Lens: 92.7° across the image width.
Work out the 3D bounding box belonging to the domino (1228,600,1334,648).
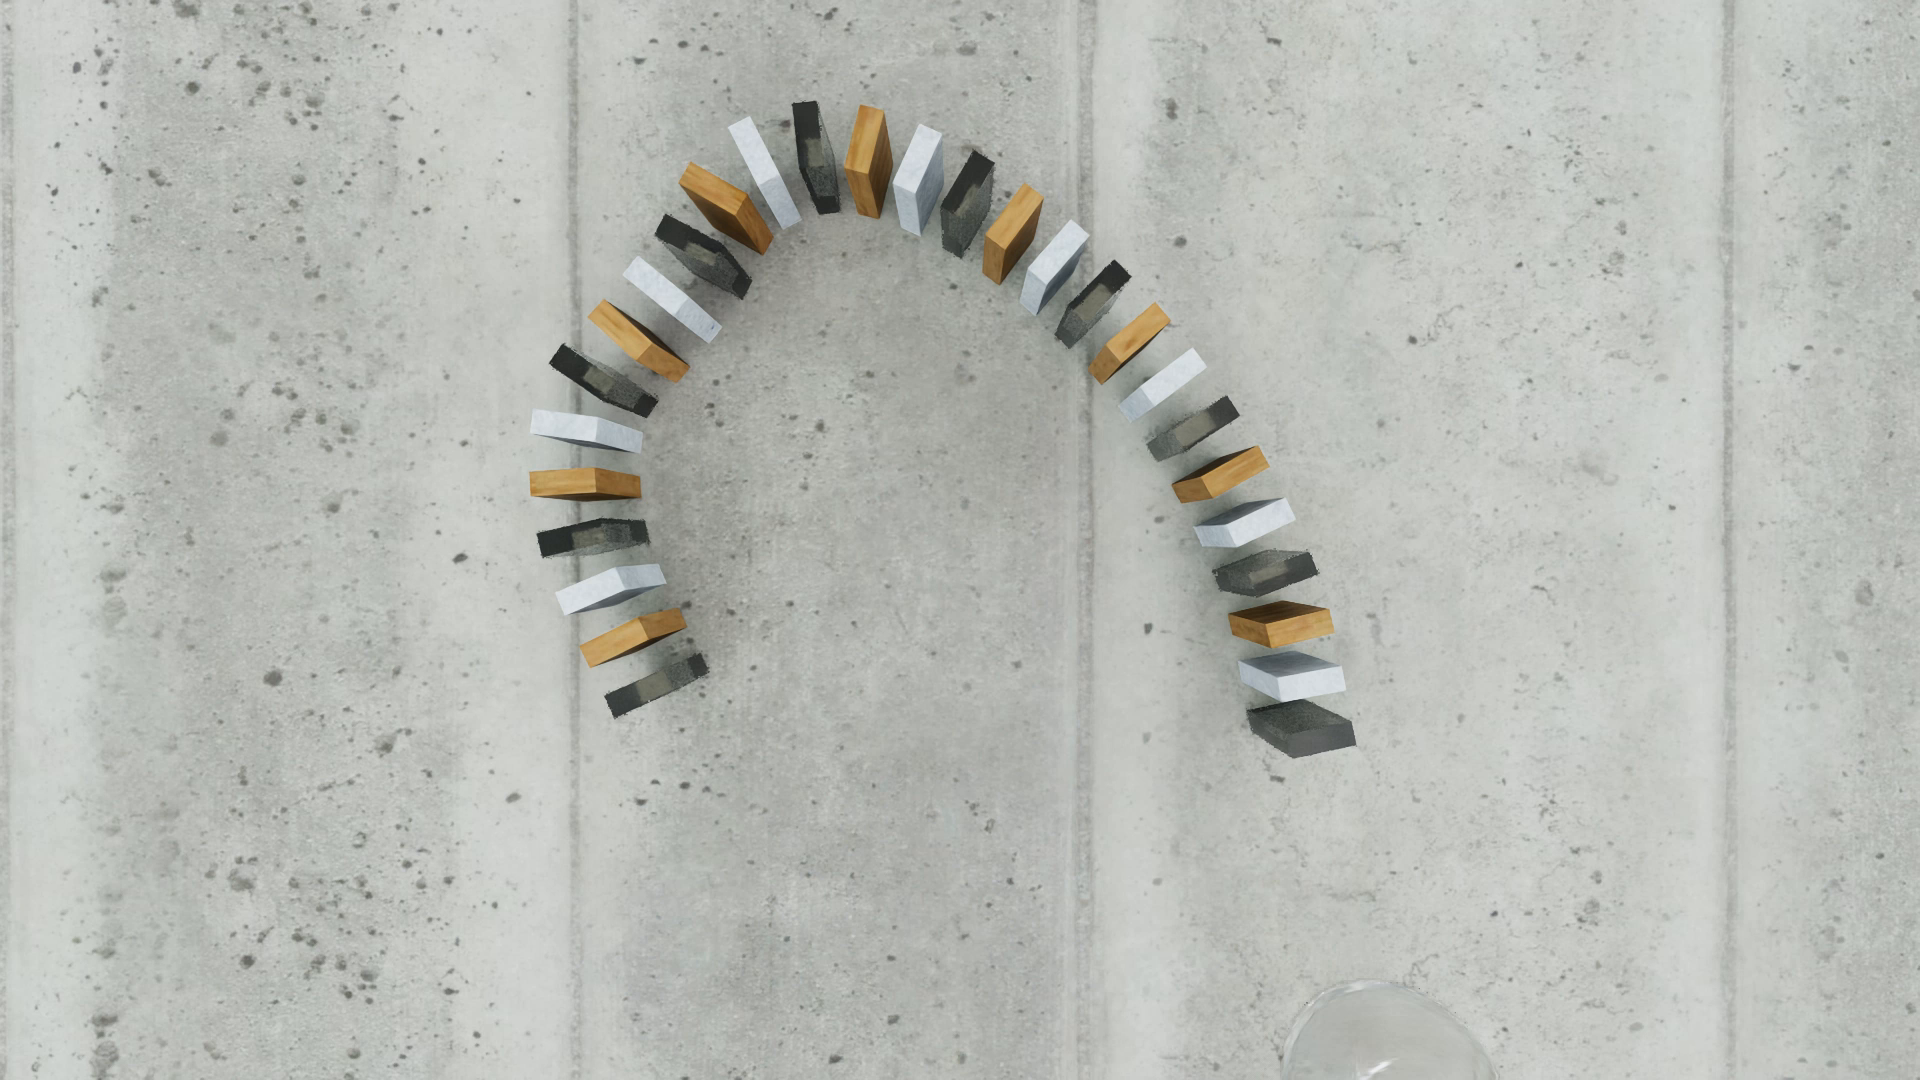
[{"bbox_3d":[0.130,0.034,0.375,0.025,0.050,0.010,-14,90,0],"label":"domino"}]

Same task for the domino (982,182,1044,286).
[{"bbox_3d":[0.021,-0.124,0.375,0.010,0.050,0.025,37,90,0],"label":"domino"}]

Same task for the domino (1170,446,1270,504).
[{"bbox_3d":[0.105,-0.026,0.375,0.025,0.050,0.010,-29,90,0],"label":"domino"}]

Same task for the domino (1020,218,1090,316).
[{"bbox_3d":[0.038,-0.110,0.375,0.009,0.050,0.025,41,90,0],"label":"domino"}]

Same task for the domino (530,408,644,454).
[{"bbox_3d":[-0.151,-0.044,0.375,0.025,0.050,0.010,7,90,0],"label":"domino"}]

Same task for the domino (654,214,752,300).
[{"bbox_3d":[-0.104,-0.115,0.375,0.025,0.050,0.010,28,90,0],"label":"domino"}]

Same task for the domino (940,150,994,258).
[{"bbox_3d":[0.003,-0.136,0.375,0.009,0.050,0.025,31,90,0],"label":"domino"}]

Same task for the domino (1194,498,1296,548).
[{"bbox_3d":[0.115,-0.007,0.375,0.025,0.050,0.010,-25,90,0],"label":"domino"}]

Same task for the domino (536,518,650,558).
[{"bbox_3d":[-0.149,-0.001,0.375,0.025,0.050,0.010,-13,90,0],"label":"domino"}]

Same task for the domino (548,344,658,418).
[{"bbox_3d":[-0.144,-0.064,0.375,0.025,0.050,0.010,35,90,0],"label":"domino"}]

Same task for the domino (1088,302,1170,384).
[{"bbox_3d":[0.068,-0.079,0.375,0.025,0.050,0.009,-41,90,0],"label":"domino"}]

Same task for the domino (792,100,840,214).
[{"bbox_3d":[-0.058,-0.155,0.375,0.010,0.050,0.025,-6,90,0],"label":"domino"}]

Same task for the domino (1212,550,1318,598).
[{"bbox_3d":[0.124,0.013,0.375,0.025,0.050,0.010,-21,90,0],"label":"domino"}]

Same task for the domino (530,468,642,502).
[{"bbox_3d":[-0.152,-0.022,0.375,0.025,0.050,0.009,-4,90,0],"label":"domino"}]

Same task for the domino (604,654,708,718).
[{"bbox_3d":[-0.123,0.059,0.375,0.025,0.050,0.009,-24,90,0],"label":"domino"}]

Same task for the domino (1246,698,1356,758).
[{"bbox_3d":[0.138,0.076,0.375,0.025,0.050,0.009,-12,90,0],"label":"domino"}]

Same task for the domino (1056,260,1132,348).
[{"bbox_3d":[0.053,-0.095,0.375,0.025,0.050,0.009,-45,90,0],"label":"domino"}]

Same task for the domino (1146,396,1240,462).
[{"bbox_3d":[0.094,-0.045,0.375,0.025,0.050,0.010,-33,90,0],"label":"domino"}]

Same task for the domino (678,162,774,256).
[{"bbox_3d":[-0.094,-0.134,0.375,0.025,0.050,0.010,30,90,0],"label":"domino"}]

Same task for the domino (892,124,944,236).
[{"bbox_3d":[-0.016,-0.146,0.375,0.009,0.050,0.025,24,90,0],"label":"domino"}]

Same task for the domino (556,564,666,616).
[{"bbox_3d":[-0.141,0.020,0.375,0.025,0.050,0.010,-23,90,0],"label":"domino"}]

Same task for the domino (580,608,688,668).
[{"bbox_3d":[-0.132,0.039,0.375,0.025,0.050,0.009,-26,90,0],"label":"domino"}]

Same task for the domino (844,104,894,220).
[{"bbox_3d":[-0.037,-0.153,0.375,0.010,0.050,0.025,14,90,0],"label":"domino"}]

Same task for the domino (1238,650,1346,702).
[{"bbox_3d":[0.134,0.055,0.375,0.025,0.050,0.009,-10,90,0],"label":"domino"}]

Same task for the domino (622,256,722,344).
[{"bbox_3d":[-0.116,-0.097,0.375,0.025,0.050,0.009,39,90,0],"label":"domino"}]

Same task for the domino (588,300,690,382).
[{"bbox_3d":[-0.130,-0.080,0.375,0.025,0.050,0.010,42,90,0],"label":"domino"}]

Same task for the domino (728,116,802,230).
[{"bbox_3d":[-0.079,-0.149,0.375,0.009,0.050,0.025,-27,90,0],"label":"domino"}]

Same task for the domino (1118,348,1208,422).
[{"bbox_3d":[0.082,-0.062,0.375,0.025,0.050,0.009,-37,90,0],"label":"domino"}]

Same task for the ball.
[{"bbox_3d":[0.169,0.217,0.360,0.080,0.080,0.080,0,90,0],"label":"ball"}]
